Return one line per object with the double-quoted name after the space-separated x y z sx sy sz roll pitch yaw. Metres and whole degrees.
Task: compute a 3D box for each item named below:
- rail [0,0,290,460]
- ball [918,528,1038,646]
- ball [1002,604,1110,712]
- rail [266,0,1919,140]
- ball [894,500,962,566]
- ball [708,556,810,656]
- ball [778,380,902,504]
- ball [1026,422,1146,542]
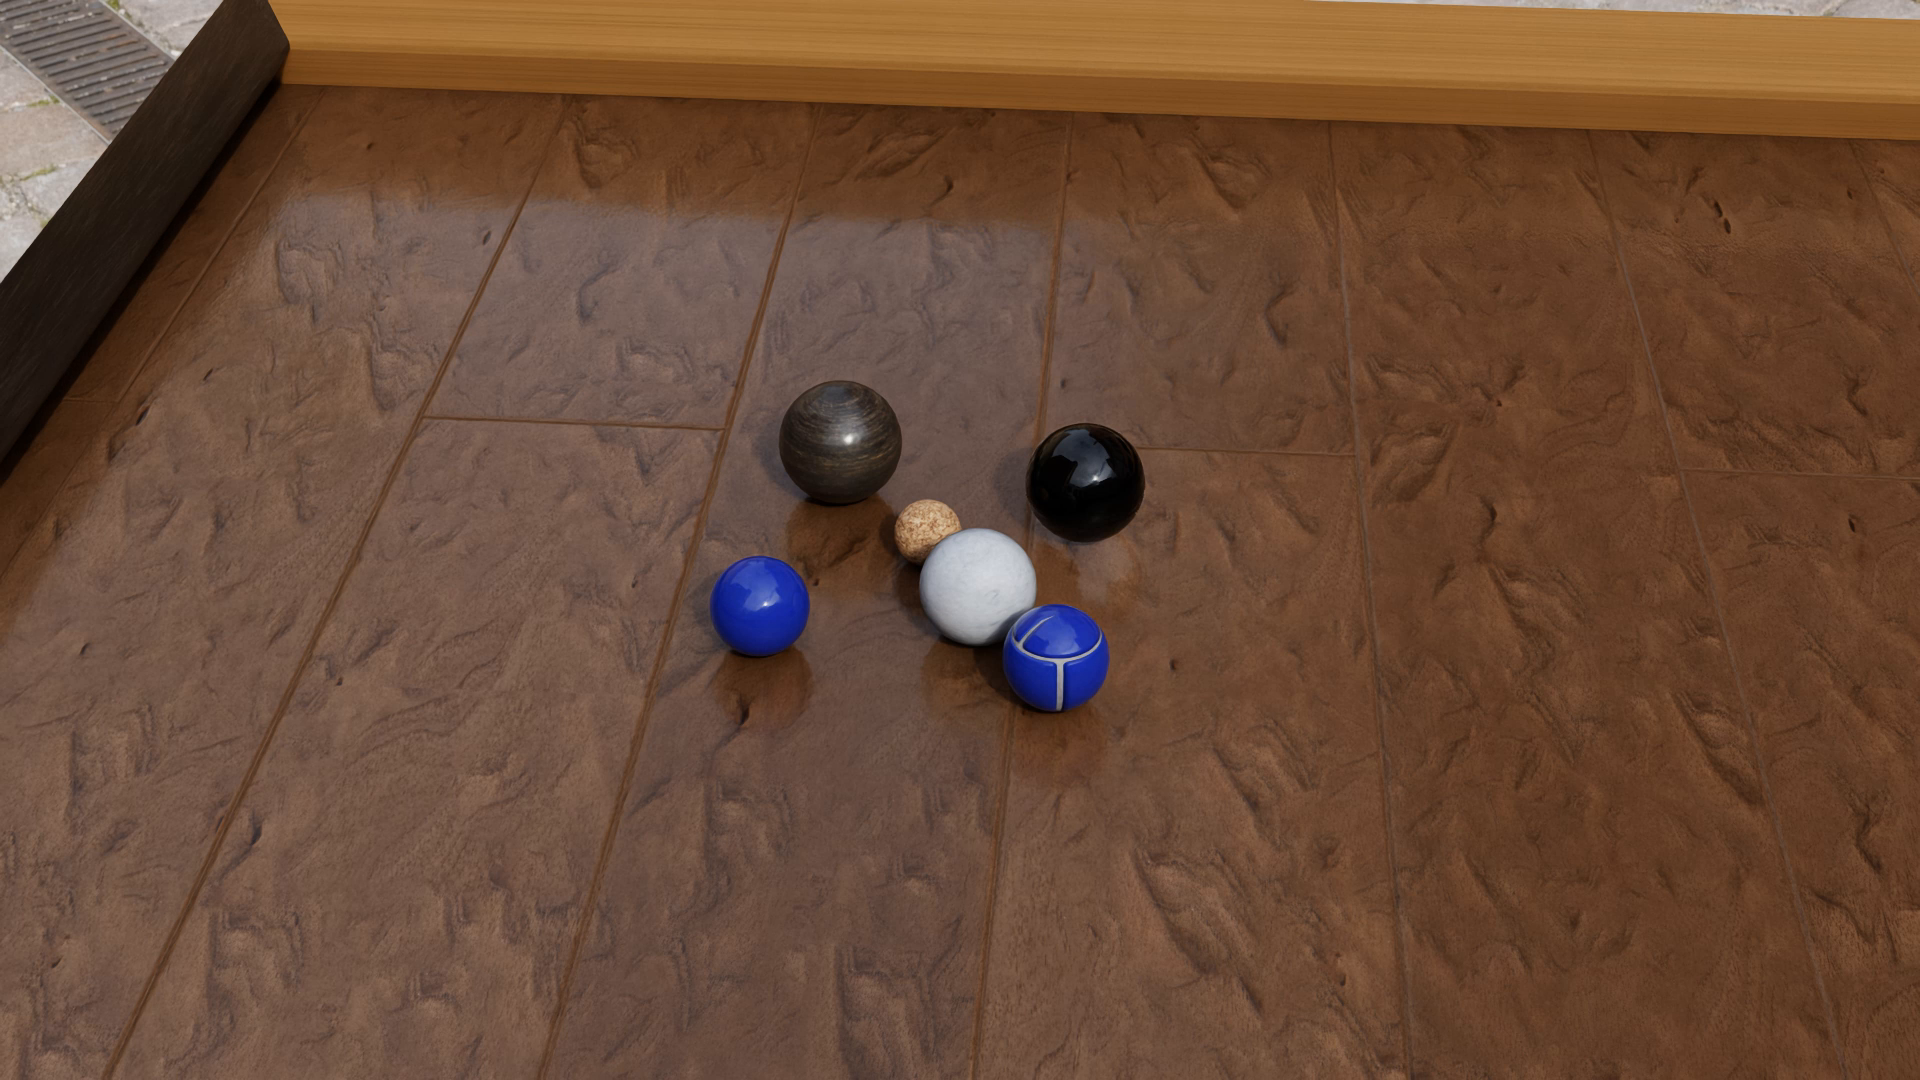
-0.740 -0.053 1.896 0.045 0.122 1.609 3 35 4 "rail"
0.013 0.033 1.808 0.084 0.084 0.084 0 35 0 "ball"
0.065 0.080 1.748 0.074 0.074 0.074 0 35 0 "ball"
0.826 -0.430 2.436 3.063 0.122 0.045 3 35 4 "rail"
-0.024 -0.005 1.892 0.050 0.050 0.050 0 35 0 "ball"
-0.141 0.046 1.800 0.071 0.071 0.071 0 35 0 "ball"
-0.091 -0.075 1.953 0.094 0.094 0.094 0 35 0 "ball"
0.093 -0.043 1.911 0.090 0.090 0.090 0 35 0 "ball"
